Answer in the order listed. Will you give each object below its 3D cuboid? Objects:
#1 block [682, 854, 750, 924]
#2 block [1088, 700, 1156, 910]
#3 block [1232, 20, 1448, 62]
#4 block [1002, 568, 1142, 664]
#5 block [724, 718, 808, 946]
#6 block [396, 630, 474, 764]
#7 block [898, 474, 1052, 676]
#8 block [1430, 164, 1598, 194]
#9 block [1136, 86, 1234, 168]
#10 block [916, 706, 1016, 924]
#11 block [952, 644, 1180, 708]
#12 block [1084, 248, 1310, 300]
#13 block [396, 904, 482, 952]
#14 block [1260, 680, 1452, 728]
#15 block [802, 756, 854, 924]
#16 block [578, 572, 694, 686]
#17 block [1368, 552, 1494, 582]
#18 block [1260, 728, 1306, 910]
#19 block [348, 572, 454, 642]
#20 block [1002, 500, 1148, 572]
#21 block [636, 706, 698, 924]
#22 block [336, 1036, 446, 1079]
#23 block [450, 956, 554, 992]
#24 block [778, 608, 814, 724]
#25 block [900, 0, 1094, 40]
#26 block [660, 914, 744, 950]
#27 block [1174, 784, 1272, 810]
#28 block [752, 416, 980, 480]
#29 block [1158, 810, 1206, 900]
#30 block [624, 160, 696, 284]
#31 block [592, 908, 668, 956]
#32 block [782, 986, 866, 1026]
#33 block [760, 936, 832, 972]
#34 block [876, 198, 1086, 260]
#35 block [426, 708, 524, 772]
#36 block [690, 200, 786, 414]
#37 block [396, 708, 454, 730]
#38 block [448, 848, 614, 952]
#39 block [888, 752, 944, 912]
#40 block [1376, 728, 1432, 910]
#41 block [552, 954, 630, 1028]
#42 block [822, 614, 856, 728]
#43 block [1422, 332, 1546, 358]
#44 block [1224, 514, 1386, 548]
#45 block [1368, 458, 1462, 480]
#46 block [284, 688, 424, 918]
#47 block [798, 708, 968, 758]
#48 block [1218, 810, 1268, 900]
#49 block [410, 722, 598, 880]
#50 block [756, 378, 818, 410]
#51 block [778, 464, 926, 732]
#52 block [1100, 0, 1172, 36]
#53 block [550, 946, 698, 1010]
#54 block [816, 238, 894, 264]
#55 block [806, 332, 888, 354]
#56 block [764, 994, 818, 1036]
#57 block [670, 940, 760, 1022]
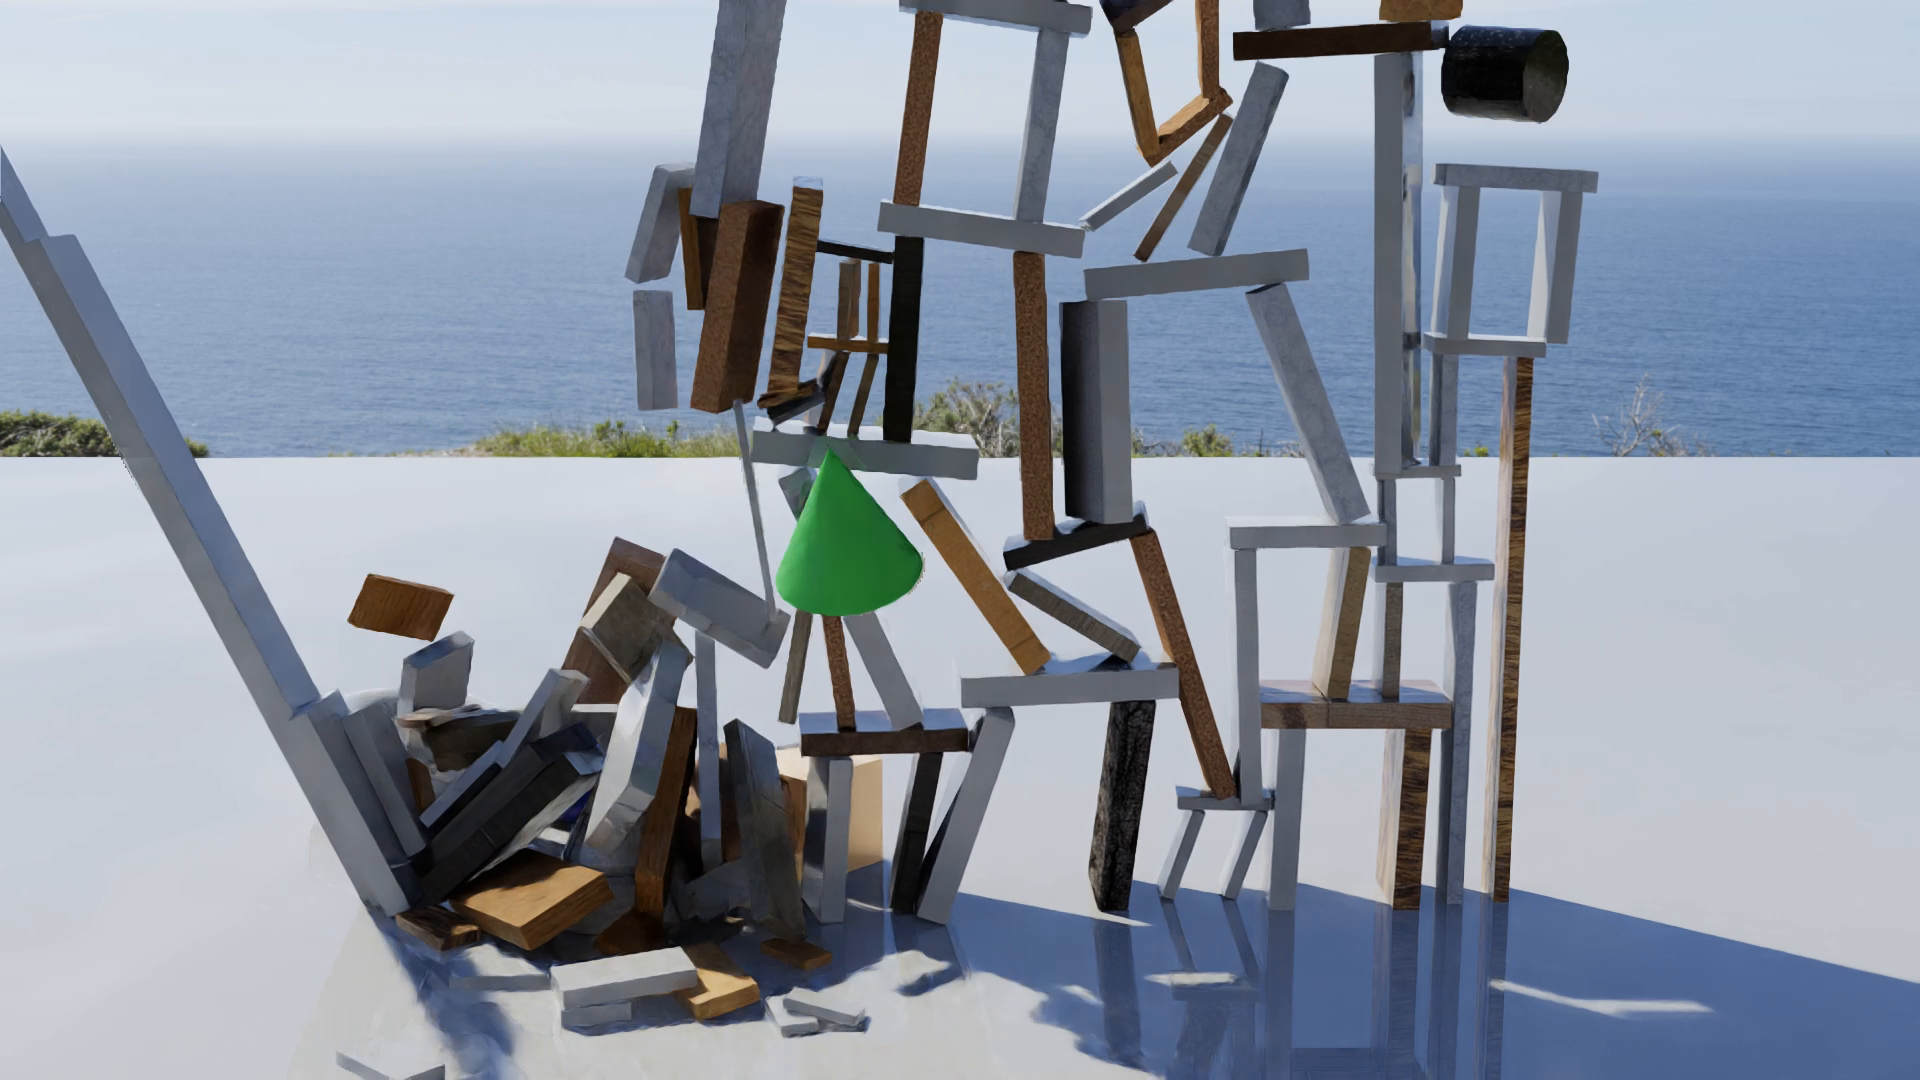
[{"bbox_3d":[-0.364,0.545,3.465,0.134,0.067,0.019,-28,0,14],"label":"block"},{"bbox_3d":[0.267,0.415,3.640,0.050,0.350,0.175,6,10,-3],"label":"block"},{"bbox_3d":[0.590,-0.774,3.403,0.304,0.043,0.152,2,14,21],"label":"block"},{"bbox_3d":[0.181,0.116,3.589,0.235,0.033,0.117,31,7,-7],"label":"block"},{"bbox_3d":[-0.310,0.457,3.480,0.028,0.100,0.382,-31,46,17],"label":"block"},{"bbox_3d":[-0.913,0.281,3.805,0.036,0.251,0.126,35,40,22],"label":"block"},{"bbox_3d":[0.022,0.044,3.548,0.050,0.353,0.176,-35,10,4],"label":"block"},{"bbox_3d":[0.868,-0.568,3.452,0.235,0.033,0.117,3,10,-1],"label":"block"},{"bbox_3d":[0.350,-0.650,3.442,0.161,0.023,0.081,-38,20,10],"label":"block"},{"bbox_3d":[0.006,0.430,3.578,0.050,0.350,0.175,18,9,-6],"label":"block"},{"bbox_3d":[0.169,0.221,3.593,0.350,0.050,0.175,-2,10,-4],"label":"block"},{"bbox_3d":[0.374,-0.424,3.517,0.348,0.049,0.174,-5,7,4],"label":"block"},{"bbox_3d":[-0.826,0.613,3.486,0.073,0.021,0.147,-9,14,-40],"label":"block"},{"bbox_3d":[0.636,0.268,3.606,0.305,0.043,0.153,0,11,0],"label":"block"},{"bbox_3d":[-0.217,0.471,3.571,0.038,0.268,0.134,1,10,-18],"label":"block"},{"bbox_3d":[-0.532,0.168,3.630,0.031,0.222,0.111,15,60,38],"label":"block"},{"bbox_3d":[0.760,0.044,3.565,0.191,0.027,0.095,-1,11,0],"label":"block"},{"bbox_3d":[0.534,0.440,3.638,0.043,0.305,0.153,2,11,2],"label":"block"},{"bbox_3d":[-0.937,0.114,3.691,0.025,0.089,0.178,28,5,32],"label":"block"},{"bbox_3d":[0.189,-0.008,3.580,0.235,0.033,0.117,-16,10,8],"label":"block"},{"bbox_3d":[-0.461,0.430,3.458,0.043,0.152,0.303,9,53,-2],"label":"block"},{"bbox_3d":[-0.769,0.709,2.971,0.147,0.021,0.073,9,14,41],"label":"block"},{"bbox_3d":[-0.685,0.649,3.294,0.147,0.021,0.073,-1,11,-6],"label":"block"},{"bbox_3d":[-0.262,0.187,3.555,0.028,0.200,0.100,9,10,-4],"label":"block"},{"bbox_3d":[0.054,-0.817,3.386,0.291,0.041,0.145,8,10,-2],"label":"block"},{"bbox_3d":[-0.405,0.620,3.454,0.067,0.019,0.134,5,12,26],"label":"block"},{"bbox_3d":[0.435,0.426,3.644,0.155,0.022,0.077,0,9,2],"label":"block"},{"bbox_3d":[-0.154,-0.147,3.514,0.353,0.050,0.176,5,10,-5],"label":"block"},{"bbox_3d":[0.368,0.513,3.659,0.022,0.155,0.077,18,9,-3],"label":"block"},{"bbox_3d":[-0.473,-0.505,3.495,0.027,0.190,0.095,26,22,16],"label":"block"},{"bbox_3d":[-0.509,0.615,3.401,0.067,0.019,0.134,31,17,9],"label":"block"},{"bbox_3d":[-0.194,0.667,3.145,0.109,0.015,0.054,12,7,10],"label":"block"},{"bbox_3d":[-0.252,0.635,3.386,0.054,0.015,0.109,-9,14,-41],"label":"block"},{"bbox_3d":[0.032,-0.490,3.456,0.318,0.045,0.159,8,10,-2],"label":"block"},{"bbox_3d":[-0.799,0.337,3.710,0.182,0.091,0.026,-8,39,-1],"label":"block"},{"bbox_3d":[-0.350,-0.369,3.467,0.046,0.321,0.161,14,14,13],"label":"block"},{"bbox_3d":[-0.898,0.300,3.694,0.054,0.015,0.107,-21,12,-37],"label":"block"},{"bbox_3d":[-0.677,0.561,3.451,0.152,0.043,0.303,-32,18,-29],"label":"block"},{"bbox_3d":[-0.073,0.461,3.620,0.038,0.268,0.134,10,9,-4],"label":"block"},{"bbox_3d":[0.733,0.440,3.637,0.043,0.305,0.153,2,11,0],"label":"block"},{"bbox_3d":[-0.541,0.659,3.221,0.097,0.028,0.194,-3,11,-14],"label":"block"},{"bbox_3d":[-0.197,0.194,3.560,0.028,0.200,0.100,-8,10,-2],"label":"block"},{"bbox_3d":[0.834,-0.311,3.503,0.177,0.025,0.089,3,10,-1],"label":"block"},{"bbox_3d":[0.555,-0.014,3.546,0.247,0.035,0.123,-1,8,3],"label":"block"},{"bbox_3d":[0.731,-0.114,3.542,0.137,0.019,0.068,-2,11,0],"label":"block"},{"bbox_3d":[-0.977,0.429,3.599,0.043,0.358,0.152,-25,9,8],"label":"block"},{"bbox_3d":[-0.127,0.312,3.577,0.268,0.038,0.134,-1,10,-6],"label":"block"},{"bbox_3d":[0.471,0.513,3.659,0.022,0.155,0.077,19,9,-4],"label":"block"},{"bbox_3d":[-0.749,0.432,3.611,0.322,0.046,0.161,-43,-8,21],"label":"block"},{"bbox_3d":[-0.272,-0.230,3.471,0.092,0.013,0.046,-16,17,13],"label":"block"},{"bbox_3d":[-0.175,0.081,3.549,0.050,0.446,0.176,-25,10,1],"label":"block"},{"bbox_3d":[0.303,-0.837,3.307,0.190,0.027,0.095,-32,32,12],"label":"block"},{"bbox_3d":[-0.488,0.634,3.191,0.194,0.028,0.097,-6,12,-21],"label":"block"},{"bbox_3d":[-0.168,-0.456,3.460,0.122,0.017,0.061,9,12,-7],"label":"block"},{"bbox_3d":[-0.177,-0.313,3.496,0.128,0.018,0.064,5,10,0],"label":"block"},{"bbox_3d":[-0.242,0.679,3.148,0.054,0.015,0.109,-3,11,-17],"label":"block"},{"bbox_3d":[-0.376,0.648,3.239,0.097,0.028,0.194,-15,16,-23],"label":"block"}]
